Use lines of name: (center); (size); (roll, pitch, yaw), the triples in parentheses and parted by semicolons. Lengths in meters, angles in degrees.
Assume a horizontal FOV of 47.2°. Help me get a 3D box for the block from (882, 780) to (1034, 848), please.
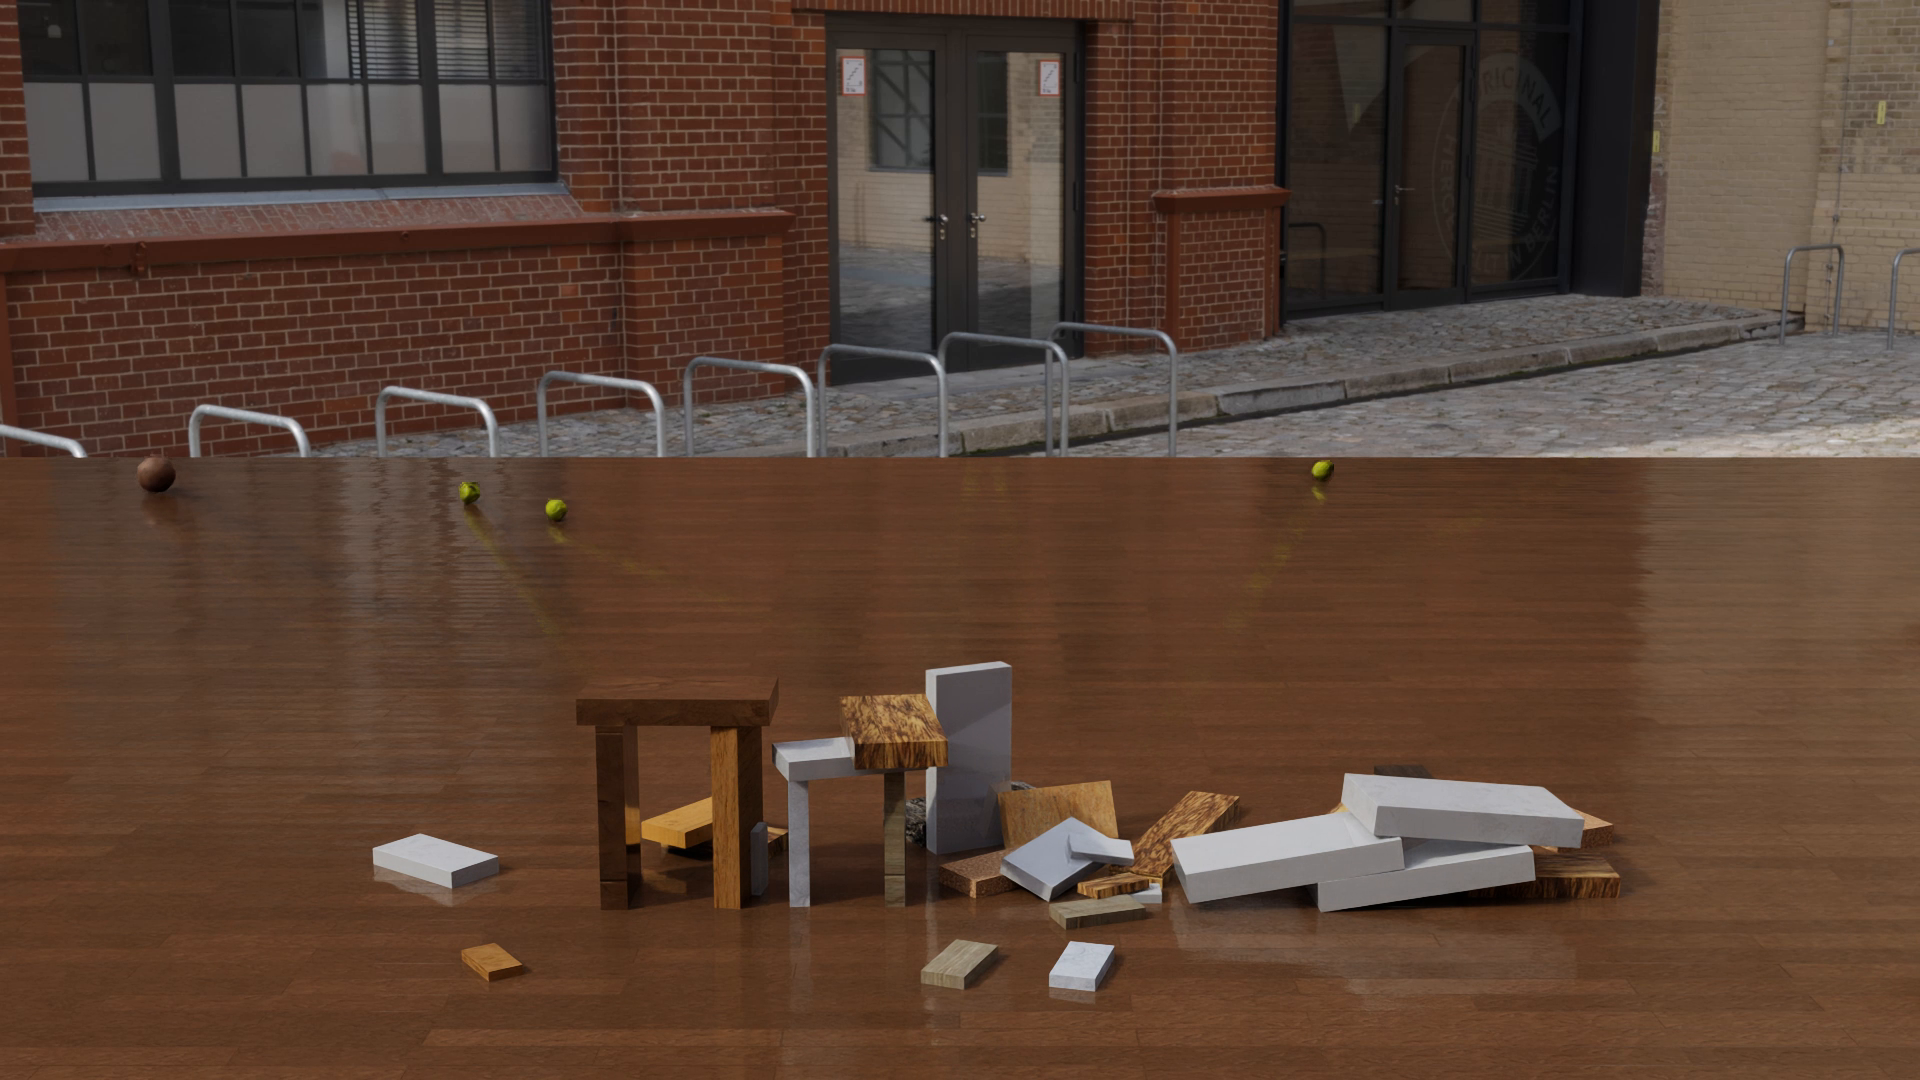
block: (0.024, 0.501, 4.034); (0.295, 0.042, 0.148); (-6, 12, -30)

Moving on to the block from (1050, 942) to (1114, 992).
block: (0.185, 0.644, 3.325); (0.070, 0.020, 0.139); (3, 11, 16)

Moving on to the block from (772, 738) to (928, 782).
block: (-0.180, 0.353, 3.586); (0.232, 0.033, 0.116); (-3, 11, -18)

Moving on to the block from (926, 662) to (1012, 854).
block: (0.016, 0.384, 3.886); (0.148, 0.325, 0.042); (-5, 12, -26)

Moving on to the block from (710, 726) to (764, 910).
block: (-0.368, 0.436, 3.646); (0.044, 0.310, 0.155); (2, 11, 9)

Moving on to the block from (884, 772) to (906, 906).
block: (-0.107, 0.477, 3.643); (0.033, 0.232, 0.116); (0, 11, 0)

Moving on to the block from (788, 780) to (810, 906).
block: (-0.268, 0.477, 3.644); (0.033, 0.232, 0.116); (-1, 11, -5)

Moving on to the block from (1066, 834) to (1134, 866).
block: (0.238, 0.526, 3.732); (0.108, 0.015, 0.054); (8, 26, -9)

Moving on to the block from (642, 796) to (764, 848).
block: (-0.458, 0.500, 3.916); (0.103, 0.029, 0.206); (7, 13, 35)

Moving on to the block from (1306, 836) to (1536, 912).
block: (0.756, 0.540, 3.667); (0.356, 0.050, 0.178); (-8, 11, -1)

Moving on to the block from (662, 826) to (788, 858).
block: (-0.416, 0.531, 3.909); (0.206, 0.029, 0.103); (5, 12, 25)

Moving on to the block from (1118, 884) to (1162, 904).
block: (0.279, 0.586, 3.649); (0.108, 0.015, 0.054); (0, 11, 0)

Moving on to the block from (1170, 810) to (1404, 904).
block: (0.540, 0.522, 3.654); (0.356, 0.050, 0.178); (-9, 11, -1)

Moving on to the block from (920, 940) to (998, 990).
block: (0.000, 0.642, 3.333); (0.070, 0.020, 0.139); (4, 11, 22)

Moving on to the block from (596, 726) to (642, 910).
block: (-0.564, 0.438, 3.639); (0.044, 0.311, 0.155); (0, 11, 0)

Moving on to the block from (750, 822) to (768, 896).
block: (-0.336, 0.533, 3.679); (0.015, 0.109, 0.054); (2, 11, 9)

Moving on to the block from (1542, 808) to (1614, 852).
block: (1.054, 0.509, 4.007); (0.126, 0.036, 0.251); (-5, 12, -26)

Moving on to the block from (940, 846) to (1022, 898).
block: (0.078, 0.561, 3.744); (0.206, 0.029, 0.103); (-8, 13, -36)

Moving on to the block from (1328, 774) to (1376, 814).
block: (0.766, 0.489, 4.066); (0.095, 0.027, 0.189); (8, 21, 35)

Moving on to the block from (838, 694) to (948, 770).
block: (-0.112, 0.312, 3.601); (0.148, 0.042, 0.295); (-1, 11, -8)

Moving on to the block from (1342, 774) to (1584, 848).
block: (0.838, 0.452, 3.680); (0.356, 0.050, 0.178); (5, 10, -8)

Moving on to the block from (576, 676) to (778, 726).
block: (-0.460, 0.263, 3.608); (0.310, 0.044, 0.155); (0, 11, 1)

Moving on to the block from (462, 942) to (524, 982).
block: (-0.712, 0.642, 3.346); (0.054, 0.015, 0.109); (-7, 13, -33)

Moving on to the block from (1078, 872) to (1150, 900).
block: (0.253, 0.571, 3.633); (0.108, 0.015, 0.054); (-6, 8, -34)

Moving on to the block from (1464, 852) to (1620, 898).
block: (0.969, 0.565, 3.708); (0.251, 0.036, 0.126); (0, 11, 1)

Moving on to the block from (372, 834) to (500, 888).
block: (-0.904, 0.552, 3.792); (0.206, 0.029, 0.103); (8, 13, 36)

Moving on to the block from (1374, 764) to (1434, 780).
block: (0.865, 0.473, 4.228); (0.095, 0.027, 0.189); (-1, 11, -3)

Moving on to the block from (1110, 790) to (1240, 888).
block: (0.388, 0.530, 3.921); (0.095, 0.027, 0.472); (4, 11, 22)

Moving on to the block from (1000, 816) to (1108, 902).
block: (0.170, 0.539, 3.726); (0.103, 0.029, 0.206); (27, 29, 29)

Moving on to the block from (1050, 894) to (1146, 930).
block: (0.222, 0.601, 3.556); (0.139, 0.020, 0.070); (-4, 11, -20)

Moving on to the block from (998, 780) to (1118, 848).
block: (0.175, 0.491, 3.912); (0.206, 0.103, 0.029); (-4, -11, -20)
